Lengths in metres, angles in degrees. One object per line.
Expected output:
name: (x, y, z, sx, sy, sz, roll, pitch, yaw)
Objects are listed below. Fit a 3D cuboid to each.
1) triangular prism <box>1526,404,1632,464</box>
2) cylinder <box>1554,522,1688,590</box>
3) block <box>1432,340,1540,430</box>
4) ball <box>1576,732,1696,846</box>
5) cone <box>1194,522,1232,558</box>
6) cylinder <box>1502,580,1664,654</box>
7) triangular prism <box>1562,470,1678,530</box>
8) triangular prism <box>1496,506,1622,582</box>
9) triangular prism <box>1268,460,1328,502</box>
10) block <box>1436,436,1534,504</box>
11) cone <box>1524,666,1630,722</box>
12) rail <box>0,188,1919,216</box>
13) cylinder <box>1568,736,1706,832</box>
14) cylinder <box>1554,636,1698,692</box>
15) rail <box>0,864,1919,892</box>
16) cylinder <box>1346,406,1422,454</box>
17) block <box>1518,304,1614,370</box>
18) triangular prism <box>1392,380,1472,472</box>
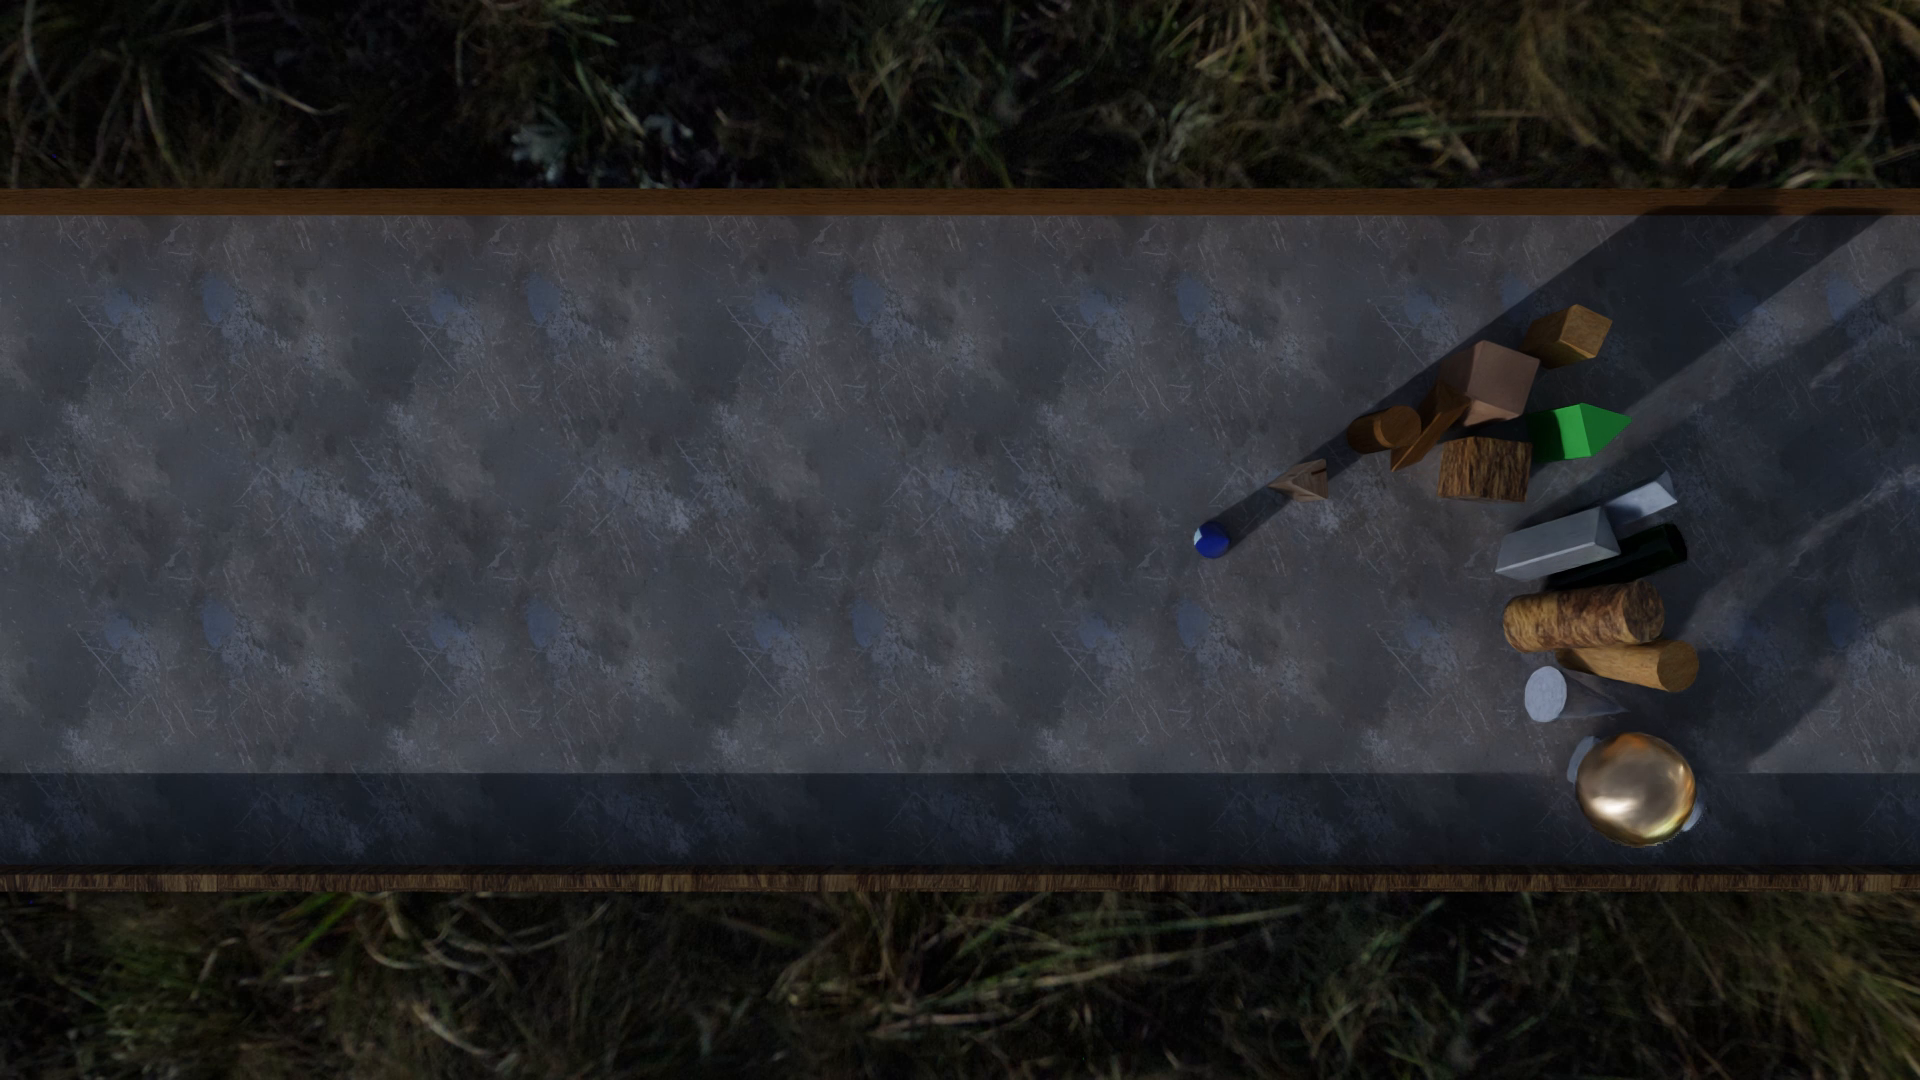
triangular prism: (1.785, -0.336, 4.851, 0.153, 0.451, 0.132, -43, 90, 0)
cylinder: (1.964, 0.069, 4.914, 0.358, 0.123, 0.123, -28, 90, 39)
block: (1.538, -0.452, 4.877, 0.170, 0.391, 0.170, 20, 87, 0)
ball: (1.940, 0.714, 4.740, 0.323, 0.323, 0.323, 0, 90, 0)
cone: (0.778, 0.000, 4.917, 0.115, 0.319, 0.115, 0, 90, 0)
cylinder: (1.825, 0.229, 4.846, 0.178, 0.431, 0.178, 5, 80, -30)
triangular prism: (1.913, -0.089, 4.893, 0.090, 0.390, 0.104, 10, 61, -38)
triangular prism: (1.779, 0.005, 4.934, 0.153, 0.324, 0.132, 15, 65, -38)
triangular prism: (1.016, -0.186, 4.885, 0.114, 0.383, 0.099, 25, 90, 0)
block: (1.563, -0.205, 4.925, 0.172, 0.304, 0.172, 8, 90, 0)
cone: (1.909, 0.495, 5.006, 0.352, 0.171, 0.171, 12, 90, -24)
rail: (-2.247, -1.025, 5.002, 12.000, 0.150, 0.050, 0, 90, 0)
cylinder: (2.039, 0.733, 4.972, 0.361, 0.154, 0.154, 24, 90, 3)
cylinder: (1.952, 0.341, 4.850, 0.147, 0.428, 0.147, -2, 95, -20)
rail: (-2.247, 1.025, 5.001, 12.000, 0.150, 0.050, 0, 90, 0)
cylinder: (1.249, -0.323, 4.873, 0.117, 0.408, 0.117, 0, 90, 0)
block: (1.789, -0.599, 4.891, 0.113, 0.371, 0.113, 25, 90, 0)
triangular prism: (1.365, -0.341, 4.868, 0.107, 0.418, 0.092, -21, 72, -13)
